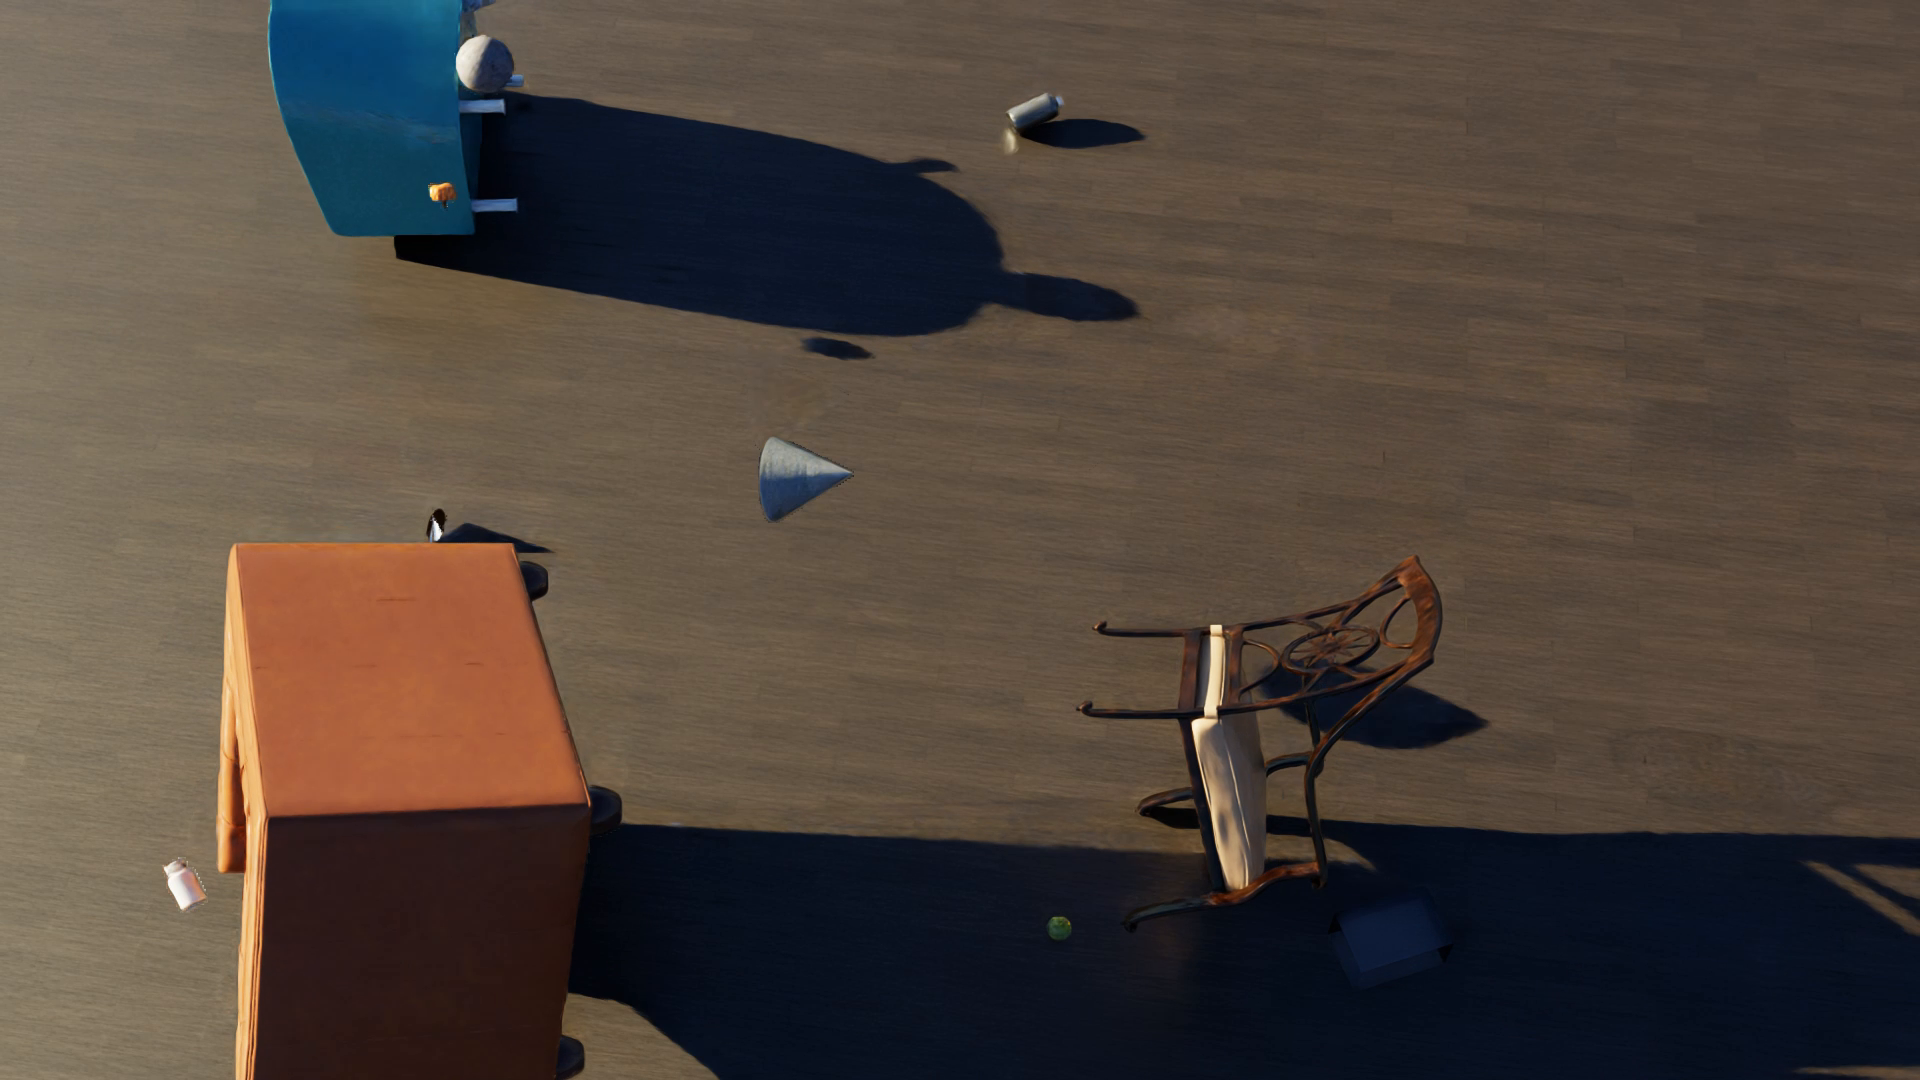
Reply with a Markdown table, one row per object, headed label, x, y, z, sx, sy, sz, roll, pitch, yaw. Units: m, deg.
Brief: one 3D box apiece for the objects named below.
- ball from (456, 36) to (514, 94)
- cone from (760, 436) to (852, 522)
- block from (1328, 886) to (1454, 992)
| label | x | y | z | sx | sy | sz | roll | pitch | yaw |
| --- | --- | --- | --- | --- | --- | --- | --- | --- | --- |
| ball | -1.476 | -1.476 | 6.829 | 0.176 | 0.176 | 0.176 | 0 | 56 | 0 |
| cone | -0.398 | -0.174 | 5.983 | 0.228 | 0.213 | 0.255 | -3 | 45 | 15 |
| block | 1.131 | 1.050 | 5.788 | 0.262 | 0.136 | 0.174 | -15 | 57 | -10 |
